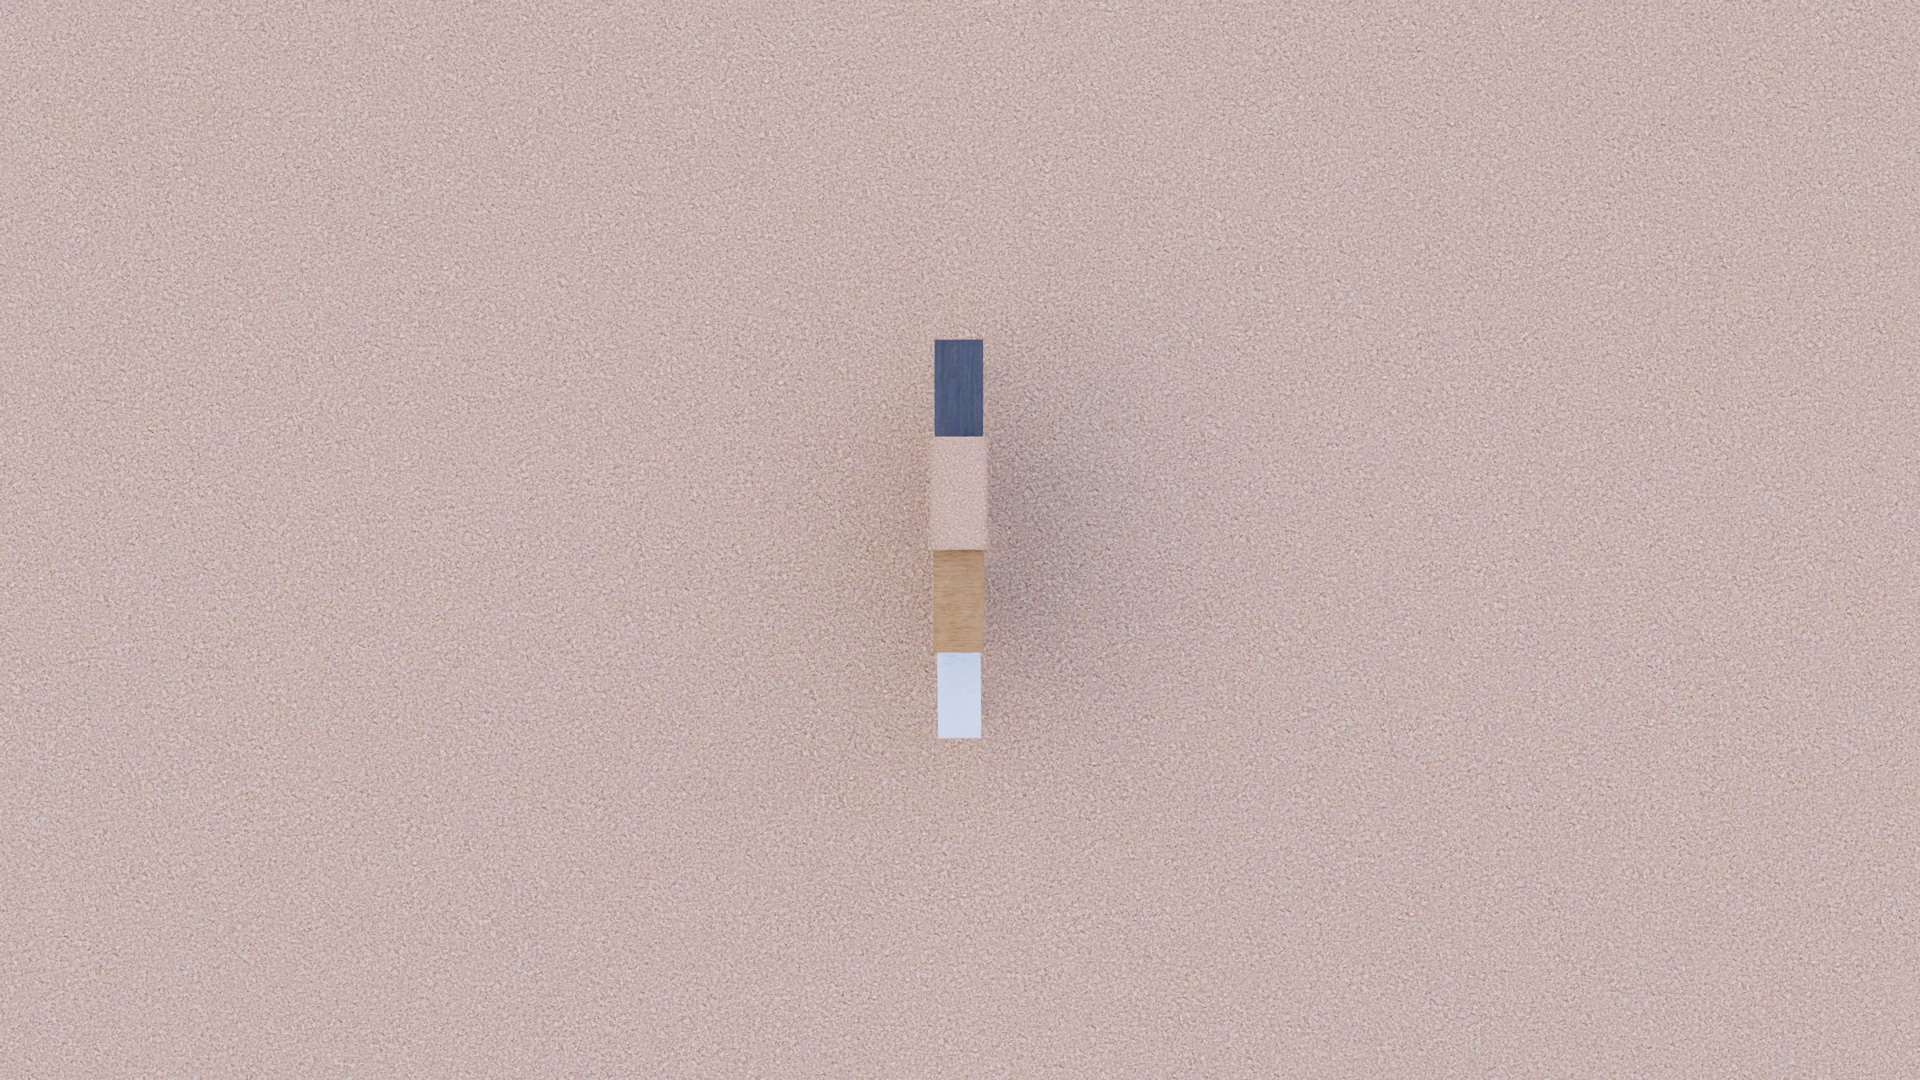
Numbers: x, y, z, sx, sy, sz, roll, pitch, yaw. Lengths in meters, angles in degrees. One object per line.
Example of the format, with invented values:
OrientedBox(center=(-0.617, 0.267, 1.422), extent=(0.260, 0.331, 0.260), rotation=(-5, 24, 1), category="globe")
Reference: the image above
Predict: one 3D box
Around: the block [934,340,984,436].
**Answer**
OrientedBox(center=(-0.003, -0.451, 4.919), extent=(0.145, 0.041, 0.290), rotation=(0, 90, 0), category="block")

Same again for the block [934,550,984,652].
OrientedBox(center=(-0.004, 0.181, 4.859), extent=(0.149, 0.042, 0.299), rotation=(0, 90, 0), category="block")

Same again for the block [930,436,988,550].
OrientedBox(center=(-0.003, -0.137, 4.828), extent=(0.164, 0.046, 0.328), rotation=(0, 90, 0), category="block")

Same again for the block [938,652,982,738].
OrientedBox(center=(-0.002, 0.467, 4.986), extent=(0.130, 0.037, 0.260), rotation=(-1, 90, 0), category="block")
